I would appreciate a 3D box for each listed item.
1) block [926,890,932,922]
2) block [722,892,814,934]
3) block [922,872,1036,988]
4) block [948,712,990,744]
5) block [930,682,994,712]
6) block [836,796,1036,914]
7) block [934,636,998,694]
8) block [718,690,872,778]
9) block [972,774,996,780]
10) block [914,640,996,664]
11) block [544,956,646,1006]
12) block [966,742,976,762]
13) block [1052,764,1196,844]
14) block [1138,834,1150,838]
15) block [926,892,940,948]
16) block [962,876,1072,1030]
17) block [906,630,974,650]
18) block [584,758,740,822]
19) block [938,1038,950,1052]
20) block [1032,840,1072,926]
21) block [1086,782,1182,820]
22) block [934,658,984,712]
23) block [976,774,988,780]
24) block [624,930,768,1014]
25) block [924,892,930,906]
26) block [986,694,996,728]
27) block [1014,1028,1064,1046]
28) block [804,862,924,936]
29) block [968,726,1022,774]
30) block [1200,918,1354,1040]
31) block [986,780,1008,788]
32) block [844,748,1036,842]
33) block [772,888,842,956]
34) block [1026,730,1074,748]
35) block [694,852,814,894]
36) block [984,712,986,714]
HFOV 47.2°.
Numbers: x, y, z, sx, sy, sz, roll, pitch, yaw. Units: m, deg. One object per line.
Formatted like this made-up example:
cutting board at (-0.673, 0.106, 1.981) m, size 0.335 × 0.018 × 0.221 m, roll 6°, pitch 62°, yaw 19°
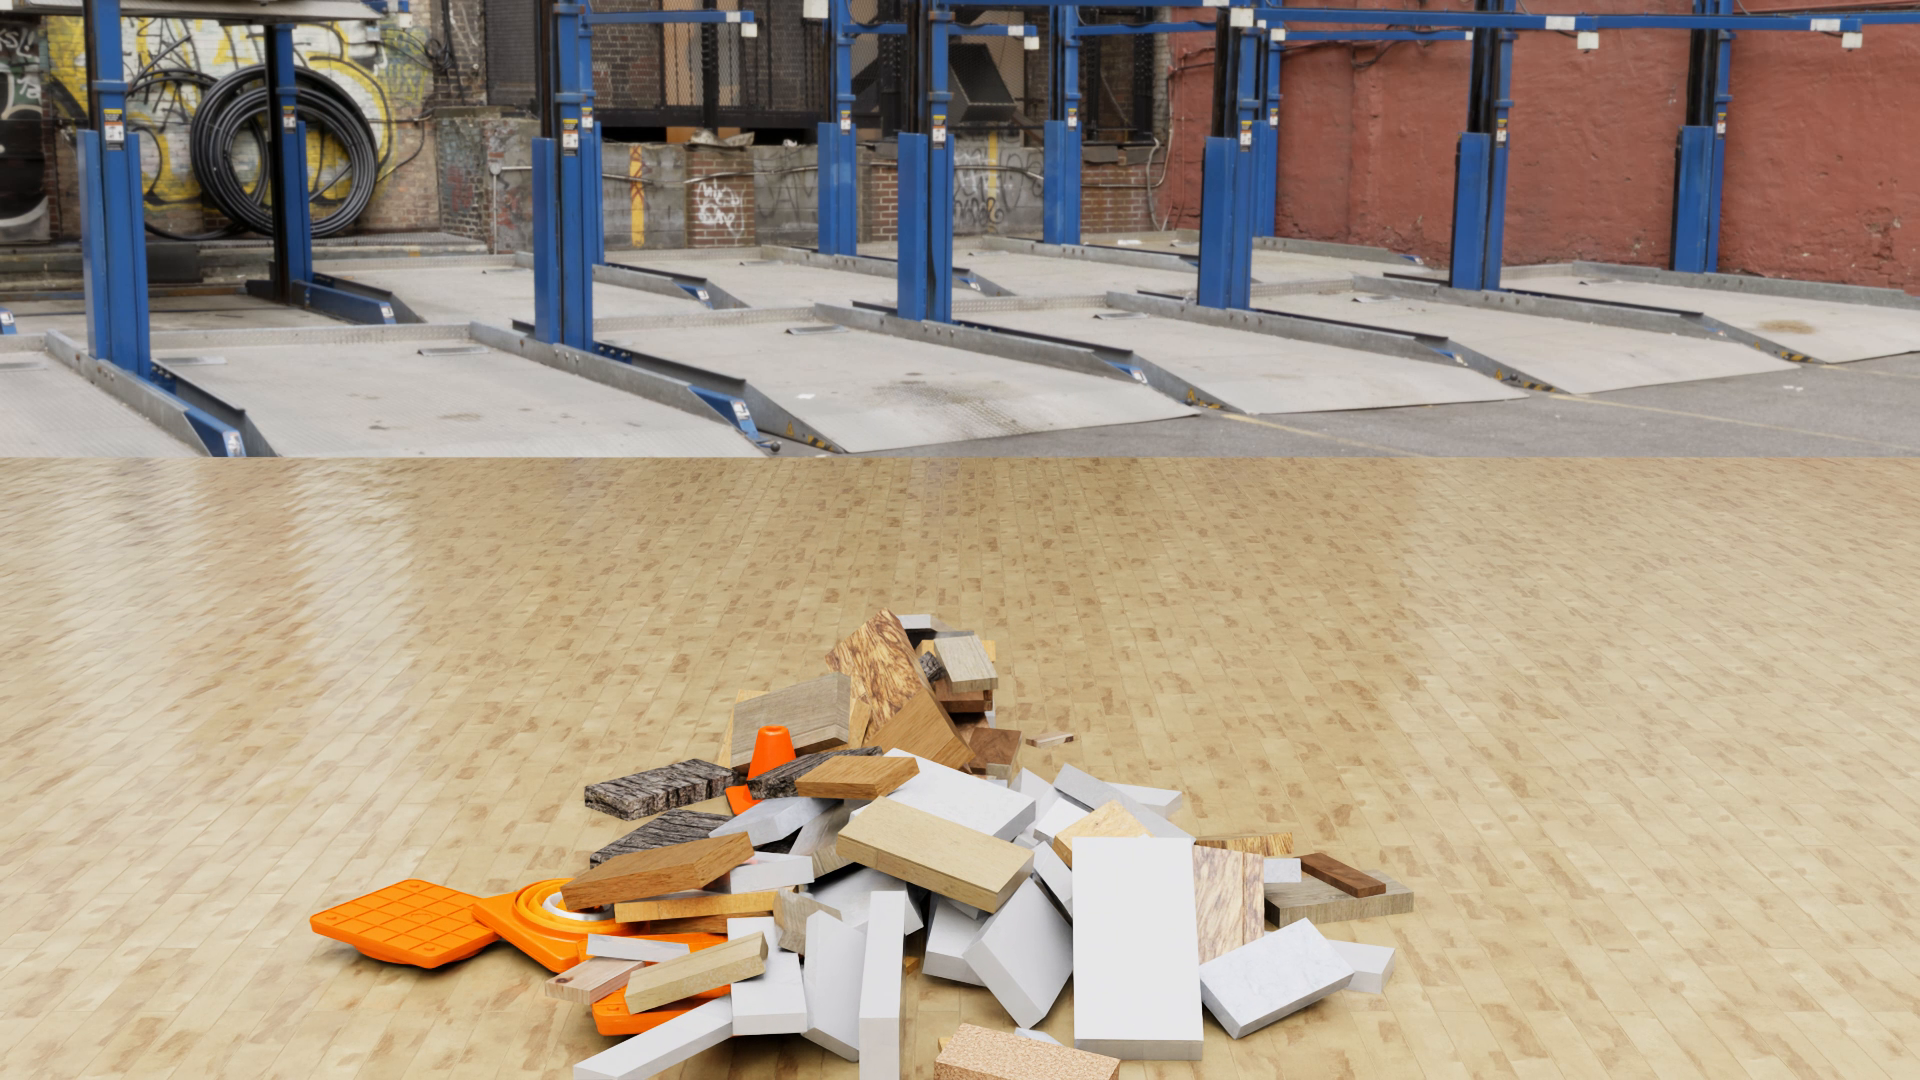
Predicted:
block at (0.003, 0.558, 3.589) m, size 0.095 × 0.027 × 0.191 m, roll 3°, pitch 26°, yaw 5°
block at (-0.325, 0.585, 3.472) m, size 0.193 × 0.027 × 0.096 m, roll 1°, pitch 30°, yaw 44°
block at (0.032, 0.584, 3.370) m, size 0.140 × 0.040 × 0.281 m, roll 12°, pitch 23°, yaw 2°
block at (-0.013, 0.406, 4.309) m, size 0.155 × 0.044 × 0.310 m, roll -1°, pitch 19°, yaw -8°
block at (-0.019, 0.309, 4.504) m, size 0.155 × 0.044 × 0.310 m, roll -1°, pitch 4°, yaw -2°
block at (-0.037, 0.476, 3.341) m, size 0.269 × 0.038 × 0.135 m, roll 17°, pitch 26°, yaw 21°
block at (0.011, 0.246, 4.366) m, size 0.092 × 0.026 × 0.184 m, roll -5°, pitch 25°, yaw -11°
block at (-0.323, 0.382, 4.243) m, size 0.326 × 0.163 × 0.046 m, roll 1°, pitch -21°, yaw 42°
block at (0.020, 0.465, 4.022) m, size 0.071 × 0.020 × 0.141 m, roll 3°, pitch 16°, yaw 11°
block at (-0.028, 0.266, 4.704) m, size 0.153 × 0.043 × 0.306 m, roll 1°, pitch -14°, yaw -10°
block at (-0.512, 0.616, 3.096) m, size 0.072 × 0.021 × 0.145 m, roll 6°, pitch 9°, yaw 23°
block at (-0.102, 0.371, 4.210) m, size 0.163 × 0.046 × 0.326 m, roll -43°, pitch 35°, yaw 2°
block at (0.280, 0.470, 3.817) m, size 0.166 × 0.047 × 0.333 m, roll 33°, pitch -5°, yaw -11°
block at (0.319, 0.563, 3.334) m, size 0.130 × 0.037 × 0.260 m, roll -25°, pitch 48°, yaw -32°
block at (-0.001, 0.602, 3.421) m, size 0.095 × 0.027 × 0.191 m, roll 1°, pitch 23°, yaw 2°
block at (0.098, 0.604, 3.234) m, size 0.040 × 0.140 × 0.281 m, roll -40°, pitch -2°, yaw 18°
block at (-0.044, 0.248, 4.831) m, size 0.153 × 0.043 × 0.306 m, roll -2°, pitch -12°, yaw 1°
block at (-0.566, 0.474, 4.189) m, size 0.134 × 0.038 × 0.268 m, roll 10°, pitch 15°, yaw 43°
block at (0.022, 0.694, 2.992) m, size 0.098 × 0.014 × 0.049 m, roll 0°, pitch 17°, yaw -12°
block at (0.179, 0.564, 3.375) m, size 0.040 × 0.140 × 0.281 m, roll -33°, pitch 11°, yaw -5°
block at (0.308, 0.489, 4.139) m, size 0.197 × 0.028 × 0.099 m, roll 5°, pitch 11°, yaw 24°
block at (-0.003, 0.284, 4.345) m, size 0.092 × 0.026 × 0.184 m, roll -1°, pitch 25°, yaw -2°
block at (-0.004, 0.498, 3.862) m, size 0.122 × 0.035 × 0.245 m, roll -2°, pitch 28°, yaw -4°
block at (-0.362, 0.596, 3.031) m, size 0.193 × 0.027 × 0.096 m, roll -18°, pitch 9°, yaw 0°
block at (-0.002, 0.532, 3.715) m, size 0.122 × 0.035 × 0.245 m, roll 0°, pitch 26°, yaw -2°
block at (-0.006, 0.330, 4.948) m, size 0.153 × 0.043 × 0.659 m, roll 0°, pitch 11°, yaw -1°
block at (0.120, 0.696, 3.017) m, size 0.049 × 0.014 × 0.098 m, roll 17°, pitch 1°, yaw -30°
block at (-0.156, 0.566, 3.460) m, size 0.174 × 0.049 × 0.348 m, roll -27°, pitch 11°, yaw 1°
block at (0.060, 0.409, 4.199) m, size 0.092 × 0.026 × 0.184 m, roll 4°, pitch 20°, yaw 8°
block at (0.447, 0.628, 3.157) m, size 0.222 × 0.031 × 0.111 m, roll -16°, pitch 48°, yaw -32°
block at (0.020, 0.448, 3.771) m, size 0.122 × 0.035 × 0.245 m, roll 1°, pitch 3°, yaw 1°
block at (-0.034, 0.431, 3.614) m, size 0.285 × 0.040 × 0.143 m, roll 16°, pitch 30°, yaw 30°
block at (-0.219, 0.566, 3.211) m, size 0.099 × 0.028 × 0.198 m, roll 23°, pitch 4°, yaw -9°
block at (0.187, 0.415, 4.576) m, size 0.093 × 0.013 × 0.046 m, roll -9°, pitch 14°, yaw -39°
block at (-0.354, 0.523, 3.474) m, size 0.138 × 0.039 × 0.276 m, roll -4°, pitch -3°, yaw -30°
block at (-0.021, 0.395, 4.477) m, size 0.155 × 0.044 × 0.310 m, roll -1°, pitch 19°, yaw -5°
